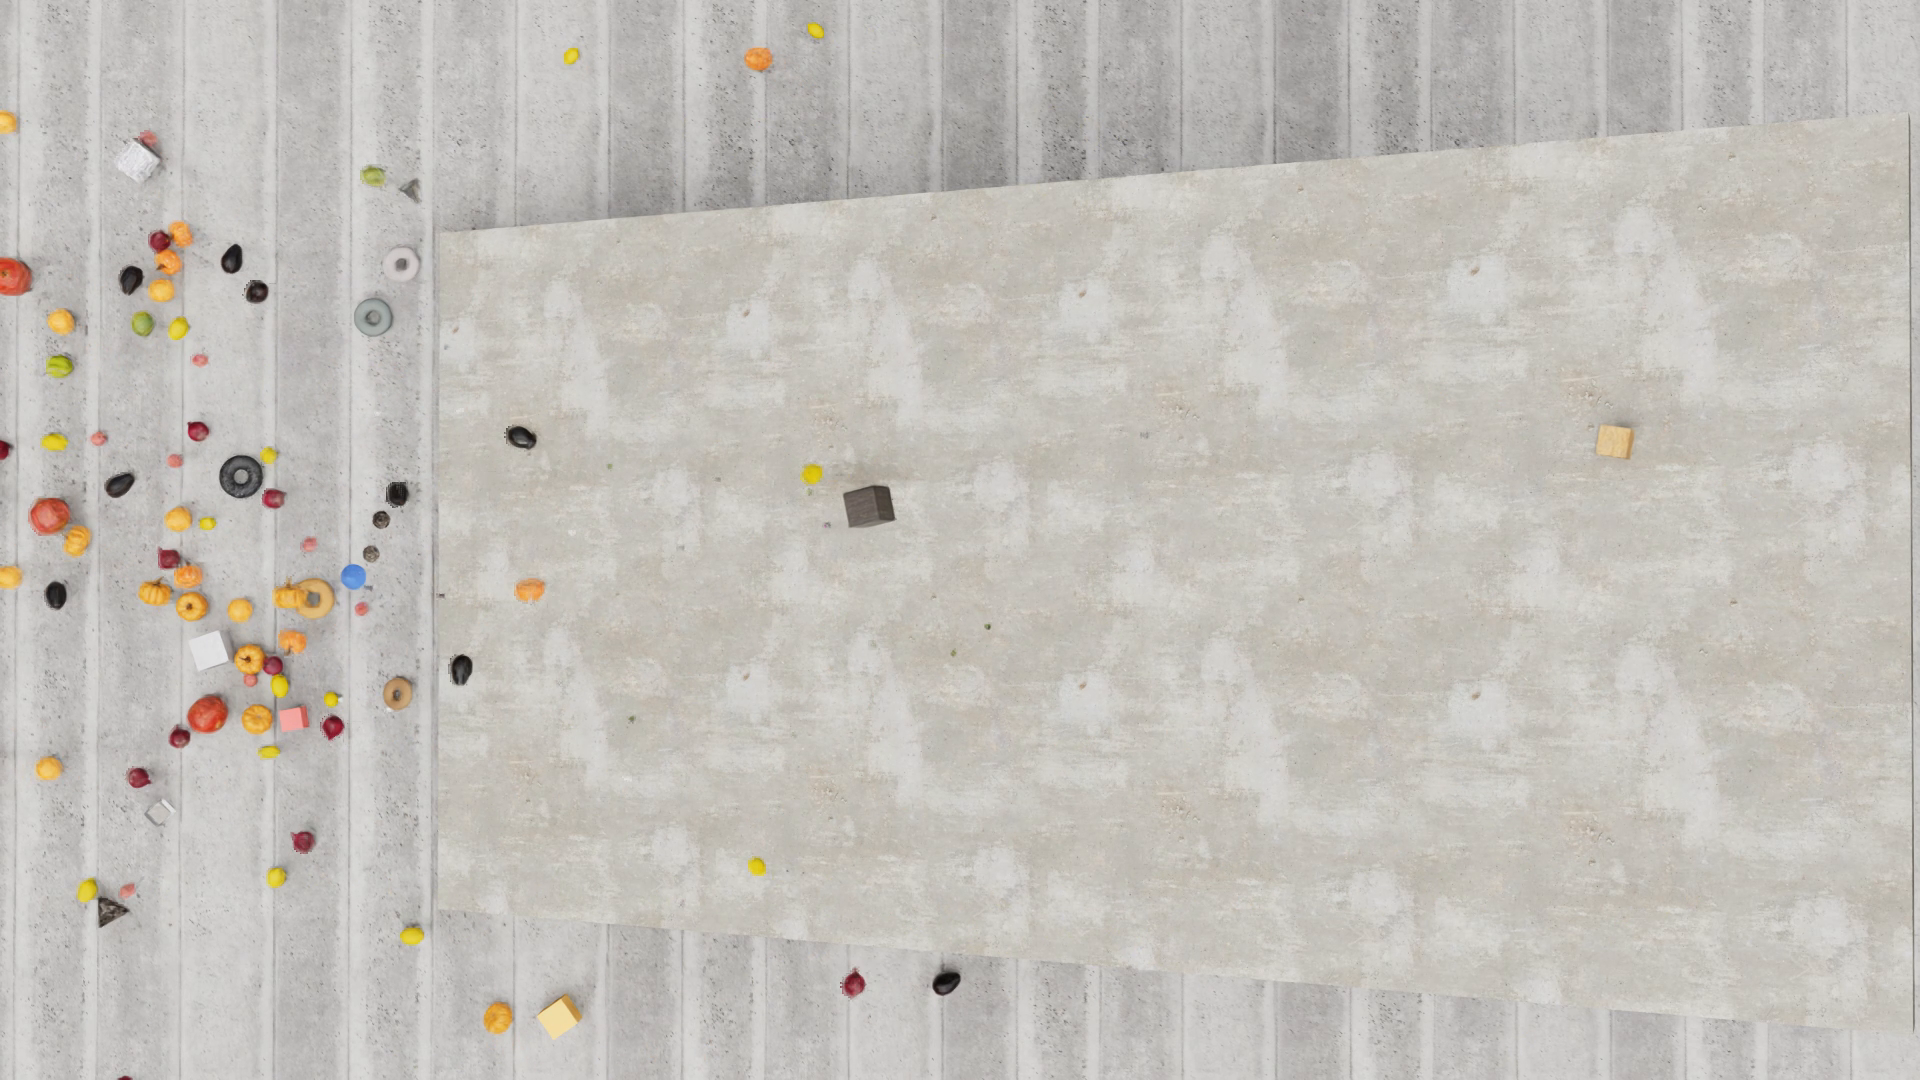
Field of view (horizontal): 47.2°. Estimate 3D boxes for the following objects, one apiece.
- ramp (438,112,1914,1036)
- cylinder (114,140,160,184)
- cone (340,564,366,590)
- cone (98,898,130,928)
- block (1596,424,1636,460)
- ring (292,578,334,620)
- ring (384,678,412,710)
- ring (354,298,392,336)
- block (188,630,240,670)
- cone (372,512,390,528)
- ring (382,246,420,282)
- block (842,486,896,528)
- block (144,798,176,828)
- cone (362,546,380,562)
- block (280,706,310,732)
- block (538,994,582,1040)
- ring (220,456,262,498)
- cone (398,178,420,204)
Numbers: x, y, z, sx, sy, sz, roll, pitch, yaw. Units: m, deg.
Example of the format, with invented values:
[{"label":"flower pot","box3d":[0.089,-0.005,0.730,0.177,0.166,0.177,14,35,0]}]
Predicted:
[{"label":"ramp","box3d":[0.281,0.081,5.680,4.000,0.100,2.000,0,89,26]},{"label":"cylinder","box3d":[-2.453,-1.128,6.562,0.094,0.094,0.094,38,90,0]},{"label":"cone","box3d":[-1.819,0.110,6.557,0.077,0.077,0.077,0,89,0]},{"label":"cone","box3d":[-2.522,1.110,6.564,0.090,0.090,0.090,-1,89,-27]},{"label":"block","box3d":[1.492,-0.223,5.005,0.067,0.067,0.067,11,94,26]},{"label":"ring","box3d":[-1.932,0.174,6.574,0.125,0.042,0.125,0,91,0]},{"label":"ring","box3d":[-1.679,0.458,6.563,0.098,0.033,0.098,-3,82,23]},{"label":"ring","box3d":[-1.758,-0.667,6.585,0.115,0.038,0.115,0,90,-1]},{"label":"block","box3d":[-2.221,0.327,6.545,0.095,0.095,0.095,-19,89,0]},{"label":"cone","box3d":[-1.737,-0.060,6.570,0.053,0.053,0.053,0,89,0]},{"label":"ring","box3d":[-1.674,-0.825,6.584,0.112,0.037,0.112,0,86,2]},{"label":"block","box3d":[-0.240,-0.087,5.827,0.093,0.093,0.093,-14,83,25]},{"label":"block","box3d":[-2.386,0.814,6.559,0.056,0.056,0.056,44,90,0]},{"label":"cone","box3d":[-1.766,0.042,6.570,0.051,0.051,0.051,0,89,0]},{"label":"block","box3d":[-1.986,0.534,6.559,0.062,0.062,0.062,-10,89,0]},{"label":"block","box3d":[-1.189,1.417,6.537,0.087,0.087,0.087,-35,89,0]},{"label":"ring","box3d":[-2.150,-0.189,6.577,0.131,0.044,0.131,0,88,0]},{"label":"cone","box3d":[-1.636,-1.034,6.592,0.072,0.072,0.072,-27,116,0]}]
